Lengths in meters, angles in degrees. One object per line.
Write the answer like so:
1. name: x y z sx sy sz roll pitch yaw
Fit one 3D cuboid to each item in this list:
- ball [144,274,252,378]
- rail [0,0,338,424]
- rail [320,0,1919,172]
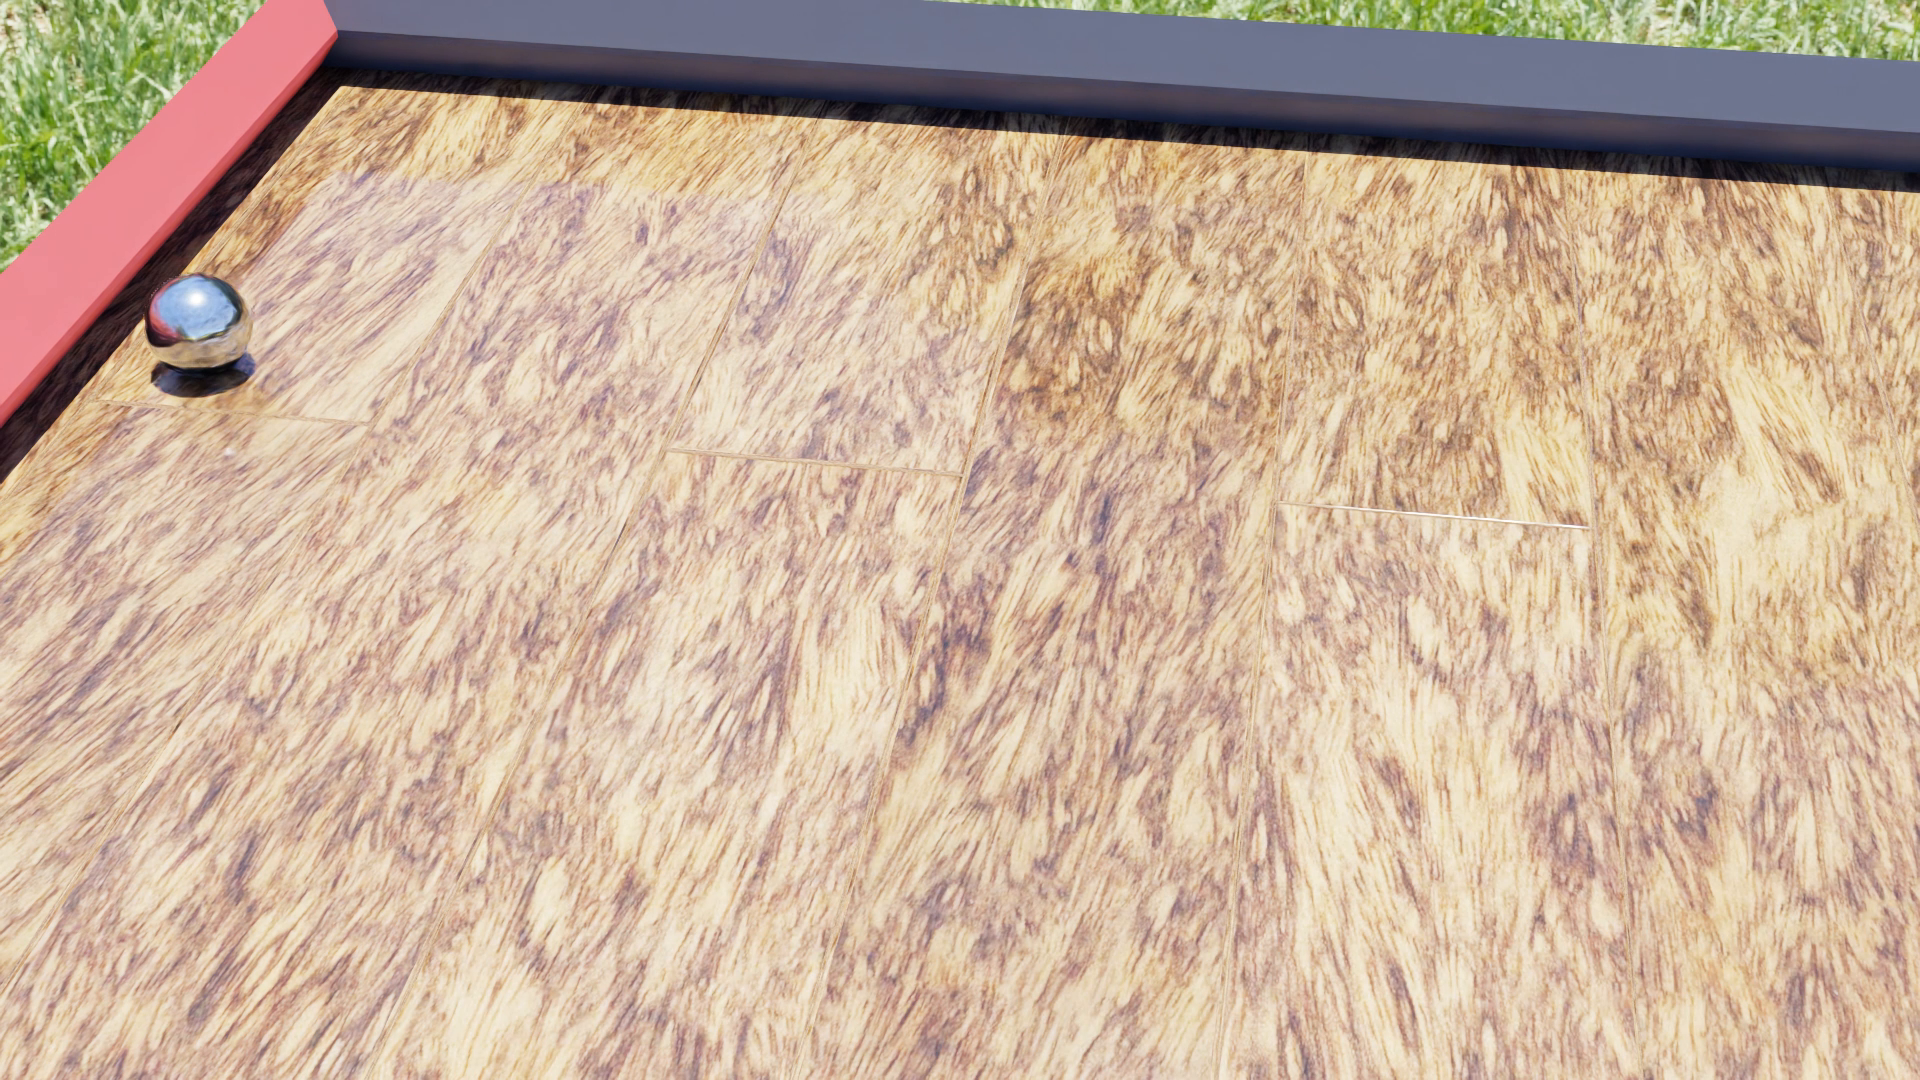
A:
1. ball: -0.649 -0.183 2.188 0.088 0.088 0.088 0 34 0
2. rail: -0.793 -0.083 2.016 0.045 0.115 1.691 5 35 7
3. rail: 0.944 -0.398 2.478 3.306 0.115 0.045 5 35 7
